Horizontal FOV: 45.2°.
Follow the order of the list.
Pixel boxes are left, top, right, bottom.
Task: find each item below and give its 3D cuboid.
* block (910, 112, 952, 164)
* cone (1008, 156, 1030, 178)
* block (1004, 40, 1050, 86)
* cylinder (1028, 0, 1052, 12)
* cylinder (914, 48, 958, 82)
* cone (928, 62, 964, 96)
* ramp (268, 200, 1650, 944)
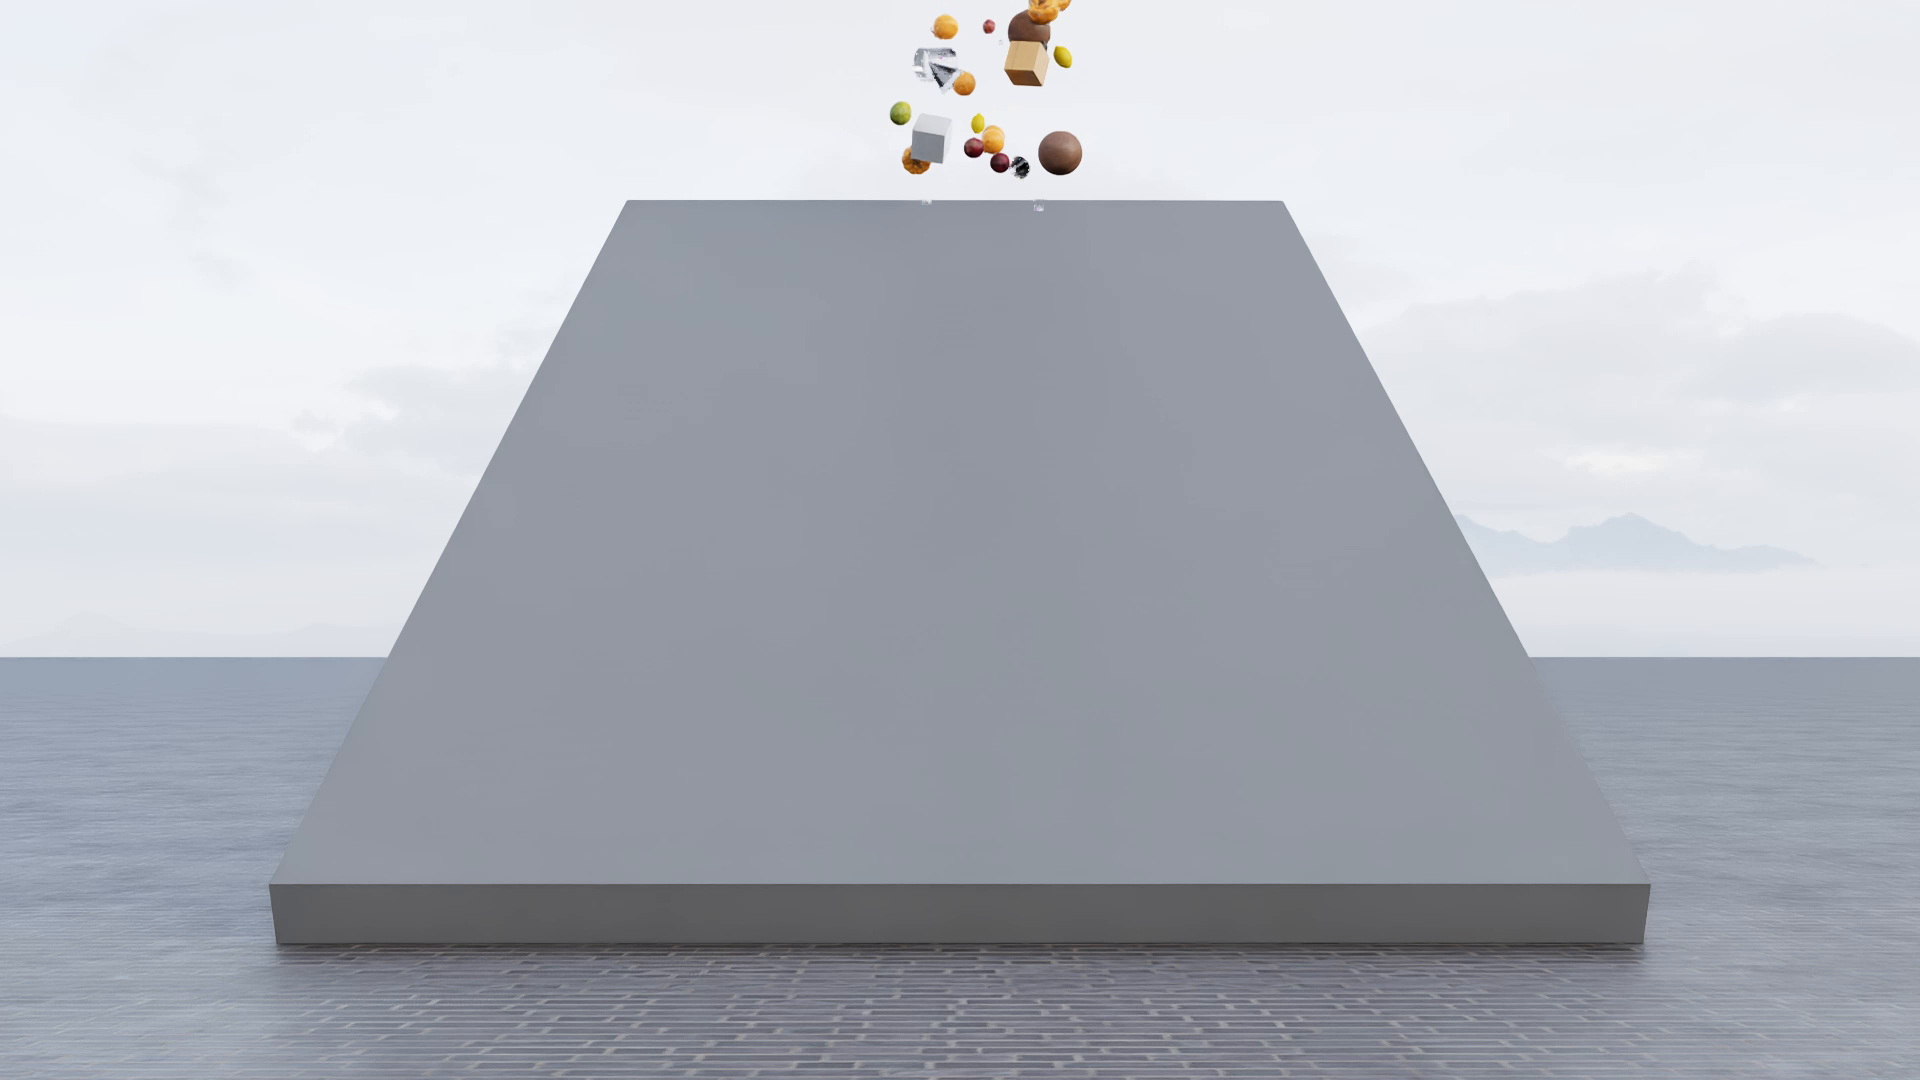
[{"bbox_3d":[-0.081,-1.146,6.582,0.095,0.095,0.095,12,43,7],"label":"block"},{"bbox_3d":[0.156,-1.073,6.682,0.067,0.067,0.067,-2,20,34],"label":"cone"},{"bbox_3d":[0.193,-1.373,6.643,0.092,0.092,0.092,8,-16,22],"label":"block"},{"bbox_3d":[0.233,-1.608,6.814,0.068,0.068,0.068,-13,-4,-1],"label":"cylinder"},{"bbox_3d":[-0.070,-1.378,6.677,0.096,0.096,0.096,-7,1,-28],"label":"cylinder"},{"bbox_3d":[-0.056,-1.330,6.553,0.097,0.097,0.097,39,-7,-5],"label":"cone"},{"bbox_3d":[-0.007,-0.224,5.200,2.000,0.100,4.000,0,23,0],"label":"ramp"}]
